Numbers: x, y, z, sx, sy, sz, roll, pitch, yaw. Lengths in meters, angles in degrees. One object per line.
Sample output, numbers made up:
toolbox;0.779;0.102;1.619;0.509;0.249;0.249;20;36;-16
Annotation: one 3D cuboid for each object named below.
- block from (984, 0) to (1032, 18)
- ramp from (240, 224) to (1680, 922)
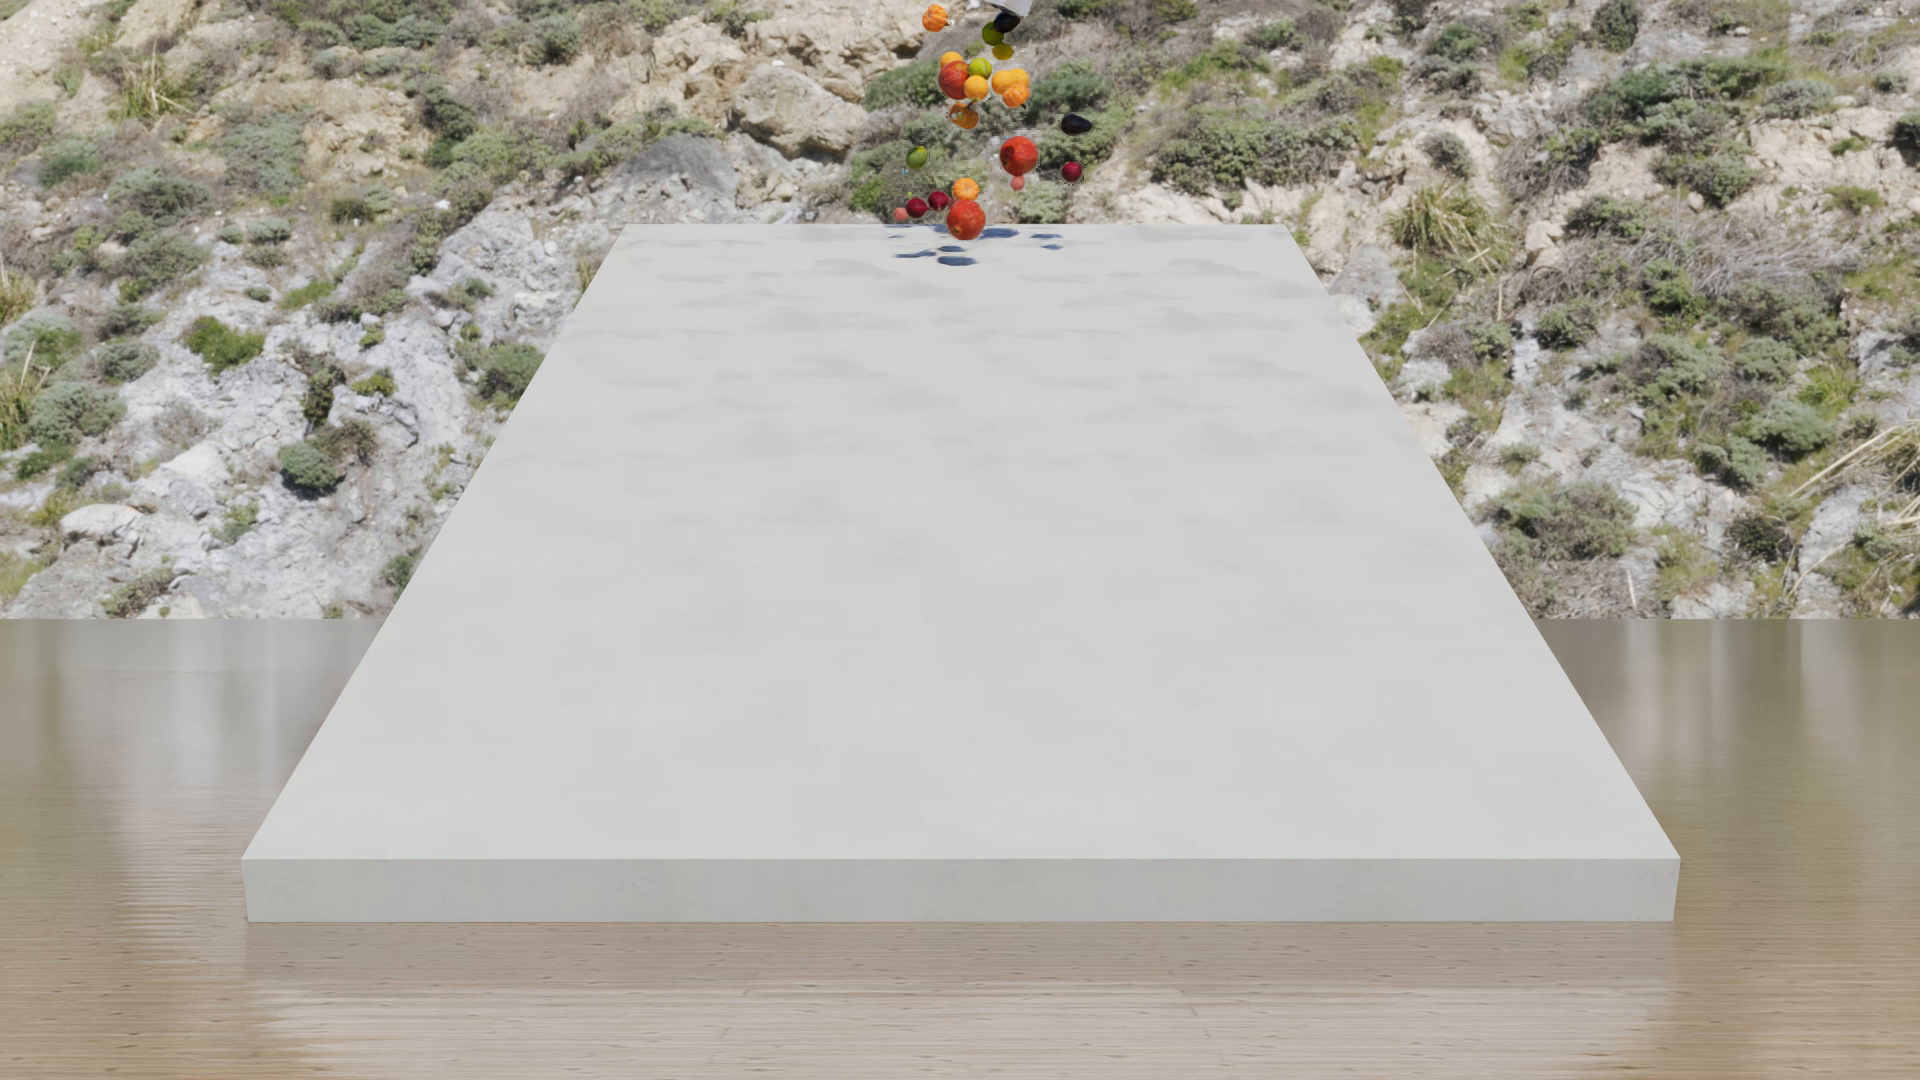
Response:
block;0.145;-1.551;6.472;0.092;0.092;0.092;17;8;-40
ramp;-0.005;-0.211;5.049;2.000;0.100;4.000;0;21;0
